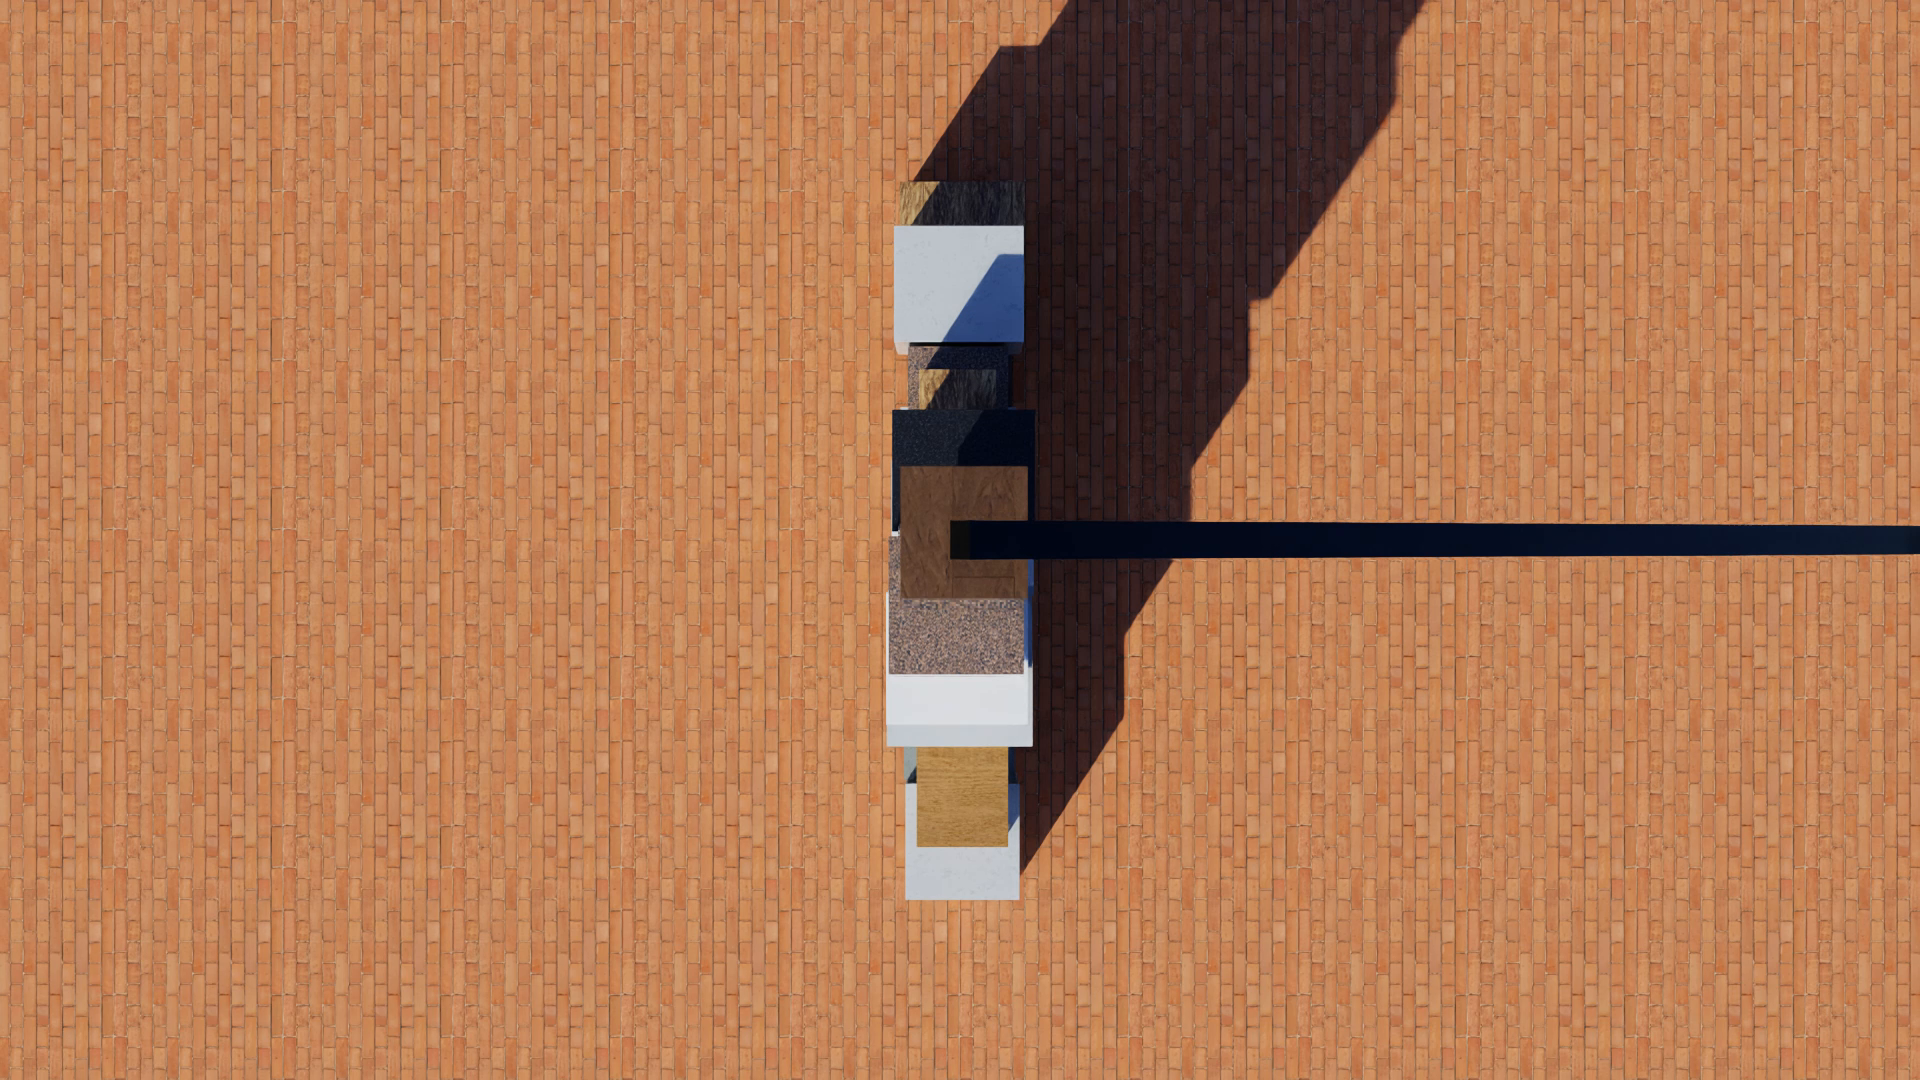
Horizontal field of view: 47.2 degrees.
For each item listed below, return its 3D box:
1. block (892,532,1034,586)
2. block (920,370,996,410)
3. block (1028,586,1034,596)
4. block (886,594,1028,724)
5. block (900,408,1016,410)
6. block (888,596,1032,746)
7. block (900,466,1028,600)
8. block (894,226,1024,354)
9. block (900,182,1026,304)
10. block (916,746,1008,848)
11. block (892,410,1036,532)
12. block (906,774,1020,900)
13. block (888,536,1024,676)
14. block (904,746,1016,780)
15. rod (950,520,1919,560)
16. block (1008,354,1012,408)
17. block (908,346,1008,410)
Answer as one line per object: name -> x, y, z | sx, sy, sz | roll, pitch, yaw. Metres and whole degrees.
block -> 0.015, -0.104, 11.229 | 0.702, 0.629, 0.659 | 0, 90, 0
block -> -0.011, -0.660, 11.529 | 0.396, 0.434, 0.434 | 0, 90, 0
block -> 0.013, -0.062, 11.941 | 0.747, 0.795, 0.707 | 0, 90, 0
block -> -0.014, 0.573, 11.176 | 0.696, 0.757, 0.642 | 0, 92, 0
block -> -0.008, -0.394, 12.677 | 0.653, 0.647, 0.707 | 0, 90, 0
block -> -0.001, 0.700, 12.015 | 0.774, 0.646, 0.796 | 0, 90, 0
block -> 0.017, -0.022, 9.121 | 0.512, 0.518, 0.534 | 0, 88, 0
block -> -0.006, -1.360, 12.057 | 0.690, 0.678, 0.620 | 0, 89, 0
block -> 0.013, -1.678, 12.713 | 0.710, 0.573, 0.696 | 0, 90, 0
block -> 0.014, 1.386, 12.142 | 0.495, 0.460, 0.556 | 0, 90, 0
block -> 0.017, -0.325, 10.601 | 0.669, 0.627, 0.571 | 0, 90, 0
block -> 0.014, 1.699, 12.686 | 0.641, 0.628, 0.653 | 0, 90, 0
block -> -0.017, 0.312, 10.459 | 0.623, 0.646, 0.640 | 0, 88, 0
block -> -0.003, 1.078, 12.754 | 0.634, 0.493, 0.570 | 0, 90, 0
rod -> 2.234, 0.000, 5.844 | 5.200, 0.080, 0.080 | 0, 90, -31
block -> 0.003, -1.038, 12.698 | 0.583, 0.604, 0.563 | 0, 90, 0
block -> -0.010, -0.730, 12.050 | 0.534, 0.607, 0.608 | 0, 90, 0
